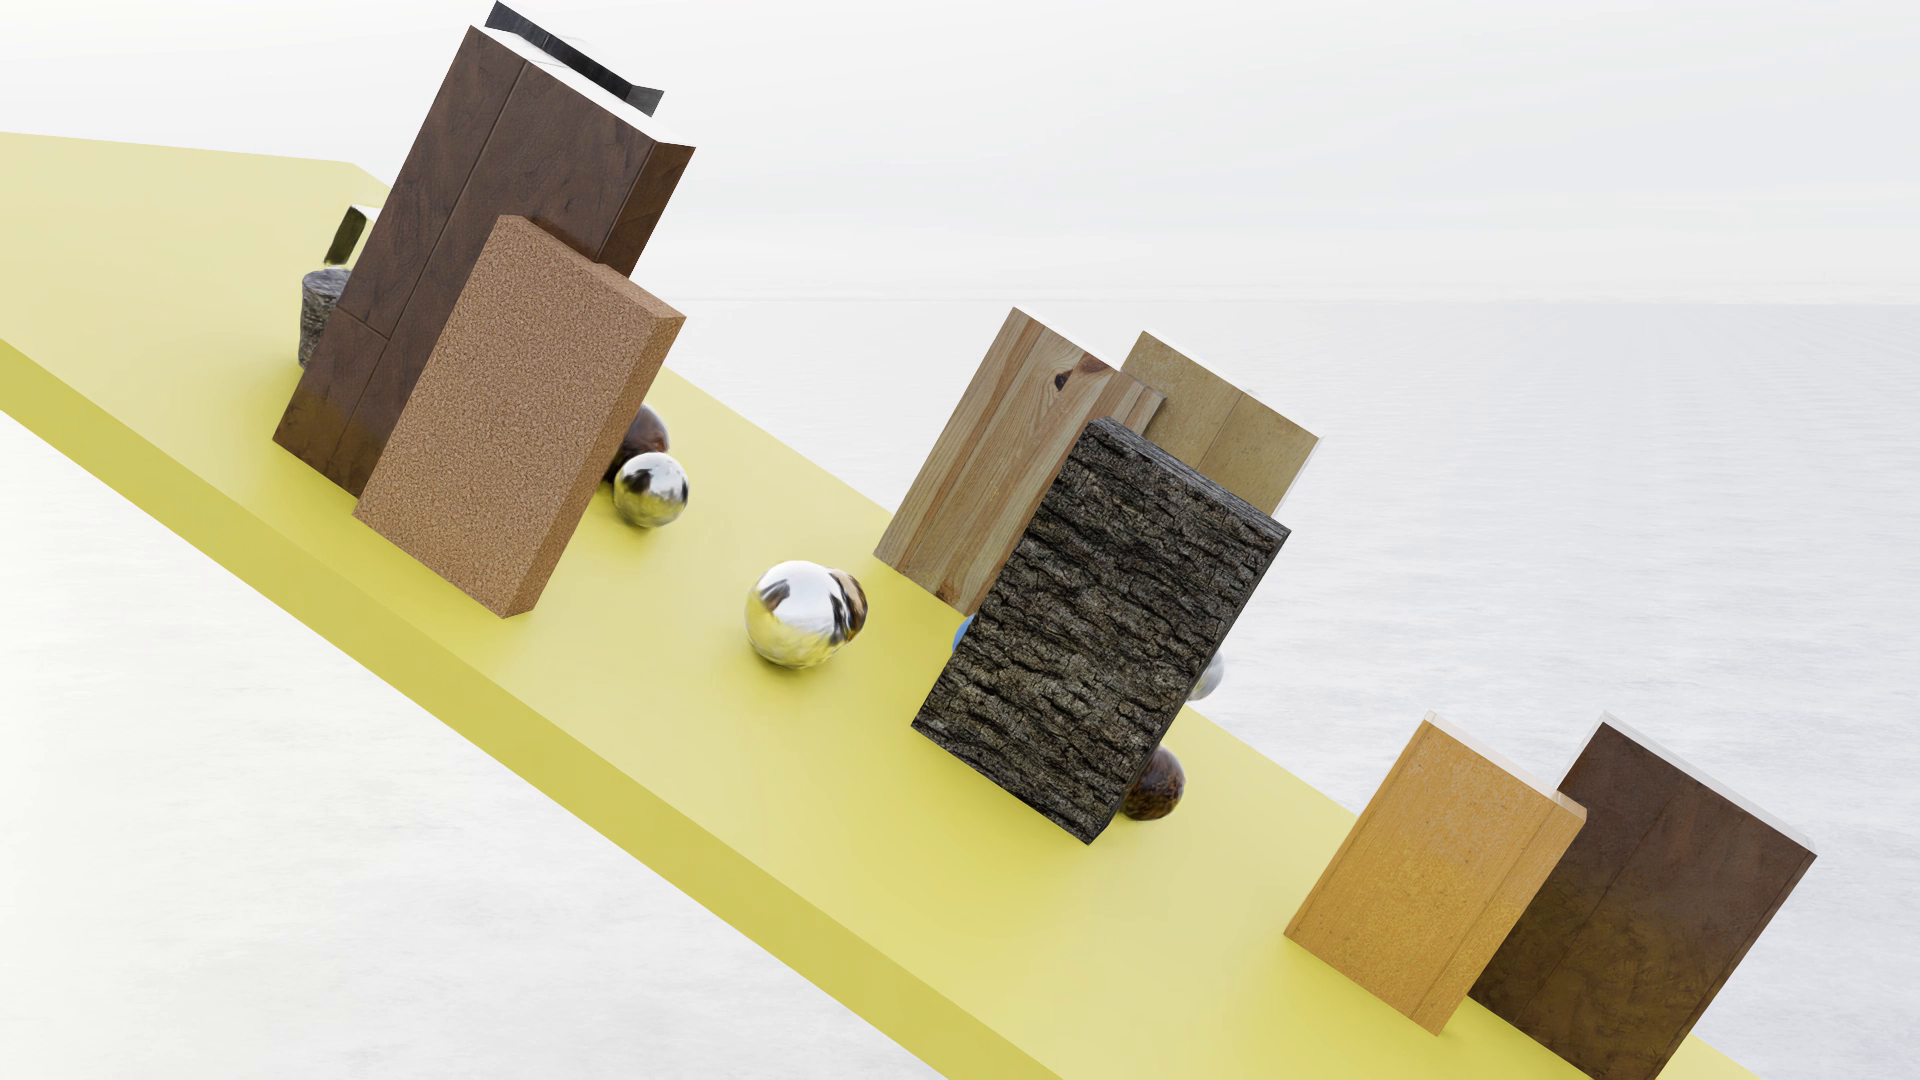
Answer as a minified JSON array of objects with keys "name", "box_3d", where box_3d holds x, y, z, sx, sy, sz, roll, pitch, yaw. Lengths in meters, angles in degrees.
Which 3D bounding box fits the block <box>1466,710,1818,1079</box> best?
[{"name":"block","box_3d":[1.245,0.693,4.152,0.443,0.588,0.117,33,15,11]}]

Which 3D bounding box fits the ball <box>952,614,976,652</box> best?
[{"name":"ball","box_3d":[0.062,0.215,4.324,0.155,0.155,0.155,0,7,0]}]

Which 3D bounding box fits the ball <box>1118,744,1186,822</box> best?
[{"name":"ball","box_3d":[0.347,0.450,4.103,0.147,0.147,0.147,0,7,0]}]

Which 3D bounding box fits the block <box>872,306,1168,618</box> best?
[{"name":"block","box_3d":[0.127,-0.135,4.684,0.372,0.623,0.089,33,15,11]}]

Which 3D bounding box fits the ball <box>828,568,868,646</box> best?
[{"name":"ball","box_3d":[-0.245,0.125,4.038,0.150,0.150,0.150,0,7,0]}]

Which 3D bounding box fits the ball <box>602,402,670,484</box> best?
[{"name":"ball","box_3d":[-0.649,-0.190,4.273,0.169,0.169,0.169,0,7,0]}]

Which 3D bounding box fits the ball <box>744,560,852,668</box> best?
[{"name":"ball","box_3d":[-0.285,0.131,3.863,0.190,0.190,0.190,0,7,0]}]

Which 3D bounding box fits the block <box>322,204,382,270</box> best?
[{"name":"block","box_3d":[-1.214,-0.601,4.611,0.140,0.140,0.140,35,15,19]}]

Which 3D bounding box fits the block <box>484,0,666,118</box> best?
[{"name":"block","box_3d":[-0.821,-0.502,3.773,0.285,0.775,0.125,33,15,11]}]

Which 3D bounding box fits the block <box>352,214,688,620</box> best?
[{"name":"block","box_3d":[-0.694,-0.192,3.443,0.306,0.545,0.100,33,15,11]}]

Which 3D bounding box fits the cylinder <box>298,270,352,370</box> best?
[{"name":"cylinder","box_3d":[-1.113,-0.390,3.981,0.156,0.156,0.156,9,23,-4]}]

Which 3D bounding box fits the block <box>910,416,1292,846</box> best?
[{"name":"block","box_3d":[0.246,0.159,3.895,0.384,0.642,0.150,33,15,11]}]

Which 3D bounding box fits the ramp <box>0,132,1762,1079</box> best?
[{"name":"ramp","box_3d":[-0.176,0.289,4.124,4.000,0.100,2.000,33,15,11]}]

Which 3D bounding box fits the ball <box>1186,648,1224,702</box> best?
[{"name":"ball","box_3d":[0.525,0.290,5.051,0.164,0.164,0.164,0,7,0]}]

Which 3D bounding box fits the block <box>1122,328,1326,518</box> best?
[{"name":"block","box_3d":[0.399,-0.029,4.670,0.429,0.716,0.102,33,15,11]}]

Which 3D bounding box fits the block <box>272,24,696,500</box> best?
[{"name":"block","box_3d":[-0.772,-0.393,3.538,0.364,0.759,0.146,33,15,11]}]

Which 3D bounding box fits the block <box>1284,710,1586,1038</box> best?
[{"name":"block","box_3d":[0.846,0.594,3.931,0.323,0.476,0.094,33,15,11]}]

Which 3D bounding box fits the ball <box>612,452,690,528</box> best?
[{"name":"ball","box_3d":[-0.580,-0.095,4.137,0.145,0.145,0.145,0,7,0]}]
